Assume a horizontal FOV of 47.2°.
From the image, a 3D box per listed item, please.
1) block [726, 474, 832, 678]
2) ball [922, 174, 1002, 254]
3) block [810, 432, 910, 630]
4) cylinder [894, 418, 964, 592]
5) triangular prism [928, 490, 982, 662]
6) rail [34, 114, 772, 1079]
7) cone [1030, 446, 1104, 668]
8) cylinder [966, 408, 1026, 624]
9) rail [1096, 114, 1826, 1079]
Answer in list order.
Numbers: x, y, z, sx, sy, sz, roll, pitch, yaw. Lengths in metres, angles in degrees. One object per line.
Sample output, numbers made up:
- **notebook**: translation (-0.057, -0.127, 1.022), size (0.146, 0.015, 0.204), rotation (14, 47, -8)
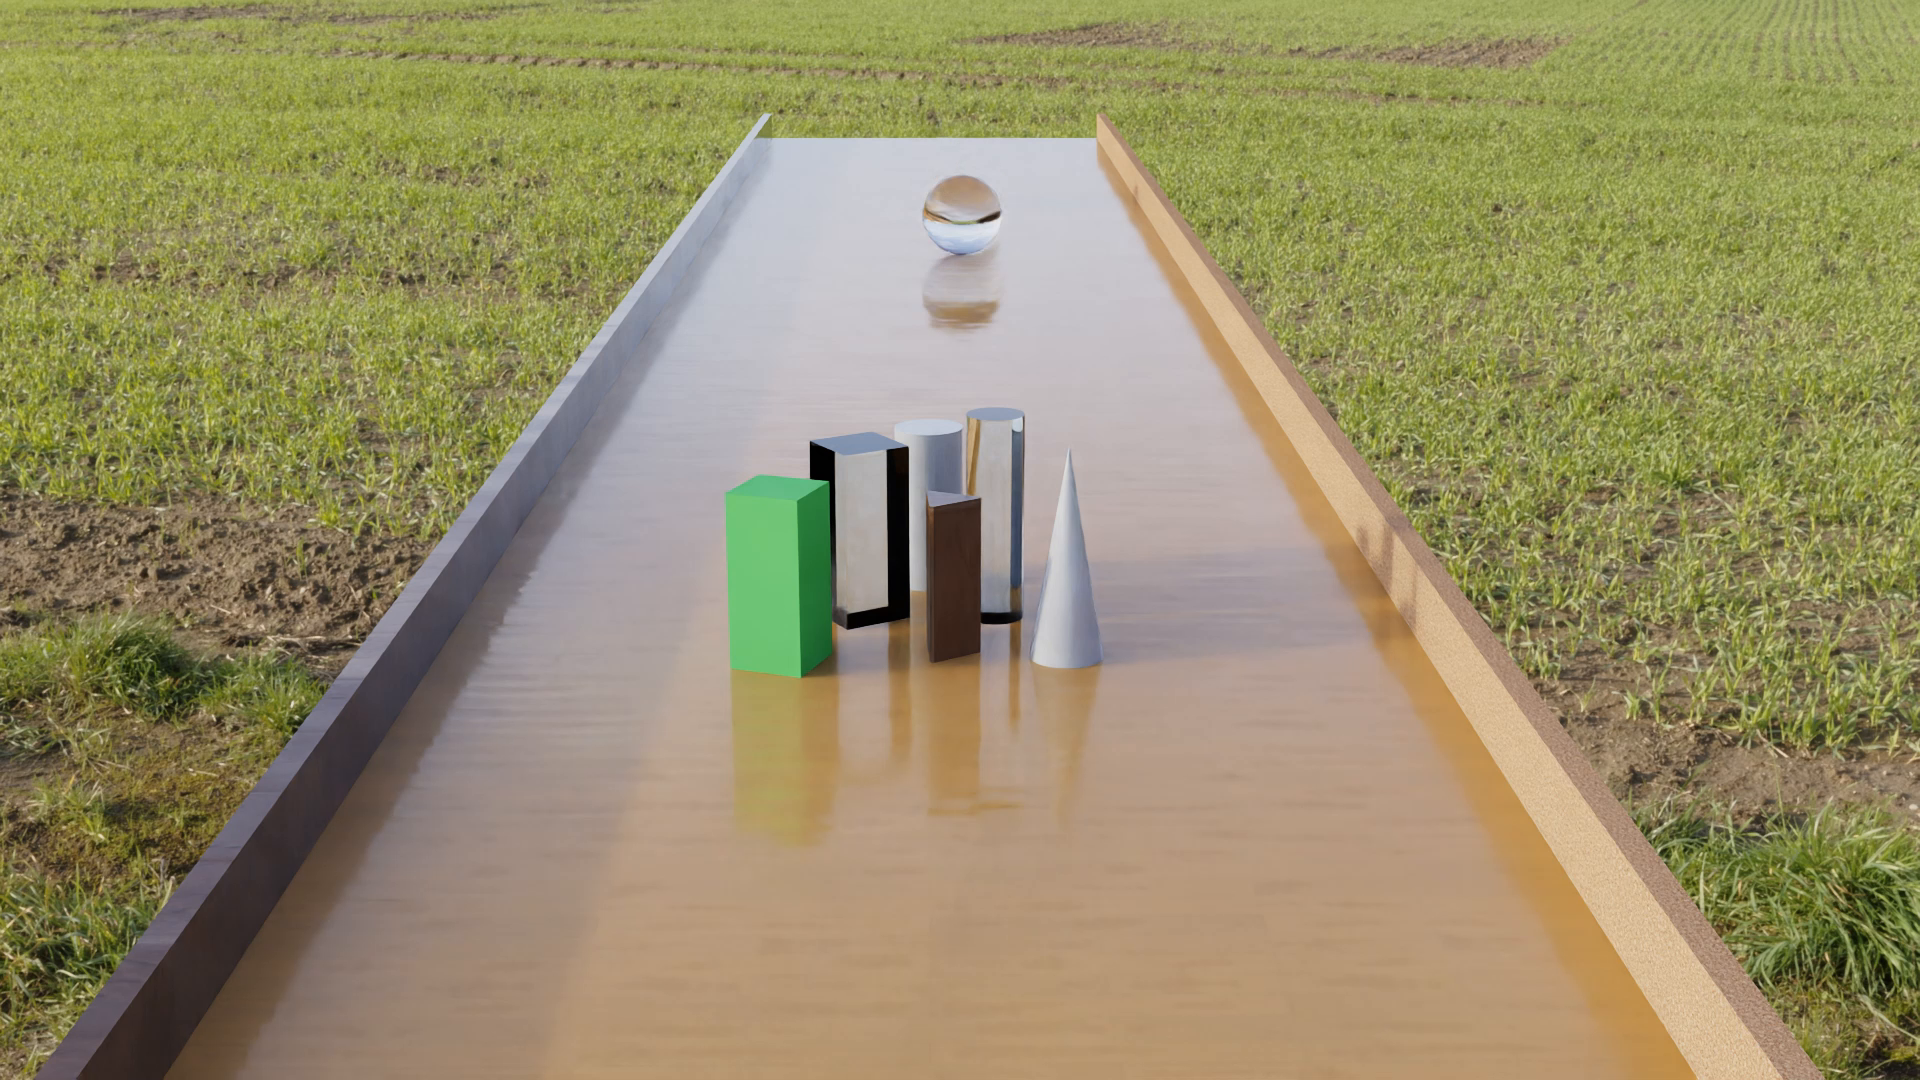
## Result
- **block**: translation (-0.357, 0.069, 4.360), size (0.153, 0.361, 0.153), rotation (6, 18, 20)
- **ball**: translation (0.009, -1.367, 9.238), size (0.334, 0.334, 0.334), rotation (0, 17, 0)
- **block**: translation (-0.211, -0.022, 4.642), size (0.152, 0.375, 0.152), rotation (-10, 19, -30)
- **cylinder**: translation (-0.068, -0.078, 4.865), size (0.150, 0.355, 0.150), rotation (0, 17, 0)
- **triangular prism**: translation (-0.036, 0.068, 4.428), size (0.120, 0.324, 0.104), rotation (-11, 20, -33)
- **rail**: translation (-1.118, -0.838, 7.780), size (0.050, 0.150, 12.000), rotation (0, 17, -1)
- **cone**: translation (0.214, 0.023, 4.377), size (0.150, 0.440, 0.150), rotation (0, 17, 0)
- **cylinder**: translation (0.074, -0.050, 4.623), size (0.123, 0.440, 0.123), rotation (0, 17, 0)
- **rail**: translation (0.932, -0.844, 7.801), size (0.050, 0.150, 12.000), rotation (0, 17, -1)
